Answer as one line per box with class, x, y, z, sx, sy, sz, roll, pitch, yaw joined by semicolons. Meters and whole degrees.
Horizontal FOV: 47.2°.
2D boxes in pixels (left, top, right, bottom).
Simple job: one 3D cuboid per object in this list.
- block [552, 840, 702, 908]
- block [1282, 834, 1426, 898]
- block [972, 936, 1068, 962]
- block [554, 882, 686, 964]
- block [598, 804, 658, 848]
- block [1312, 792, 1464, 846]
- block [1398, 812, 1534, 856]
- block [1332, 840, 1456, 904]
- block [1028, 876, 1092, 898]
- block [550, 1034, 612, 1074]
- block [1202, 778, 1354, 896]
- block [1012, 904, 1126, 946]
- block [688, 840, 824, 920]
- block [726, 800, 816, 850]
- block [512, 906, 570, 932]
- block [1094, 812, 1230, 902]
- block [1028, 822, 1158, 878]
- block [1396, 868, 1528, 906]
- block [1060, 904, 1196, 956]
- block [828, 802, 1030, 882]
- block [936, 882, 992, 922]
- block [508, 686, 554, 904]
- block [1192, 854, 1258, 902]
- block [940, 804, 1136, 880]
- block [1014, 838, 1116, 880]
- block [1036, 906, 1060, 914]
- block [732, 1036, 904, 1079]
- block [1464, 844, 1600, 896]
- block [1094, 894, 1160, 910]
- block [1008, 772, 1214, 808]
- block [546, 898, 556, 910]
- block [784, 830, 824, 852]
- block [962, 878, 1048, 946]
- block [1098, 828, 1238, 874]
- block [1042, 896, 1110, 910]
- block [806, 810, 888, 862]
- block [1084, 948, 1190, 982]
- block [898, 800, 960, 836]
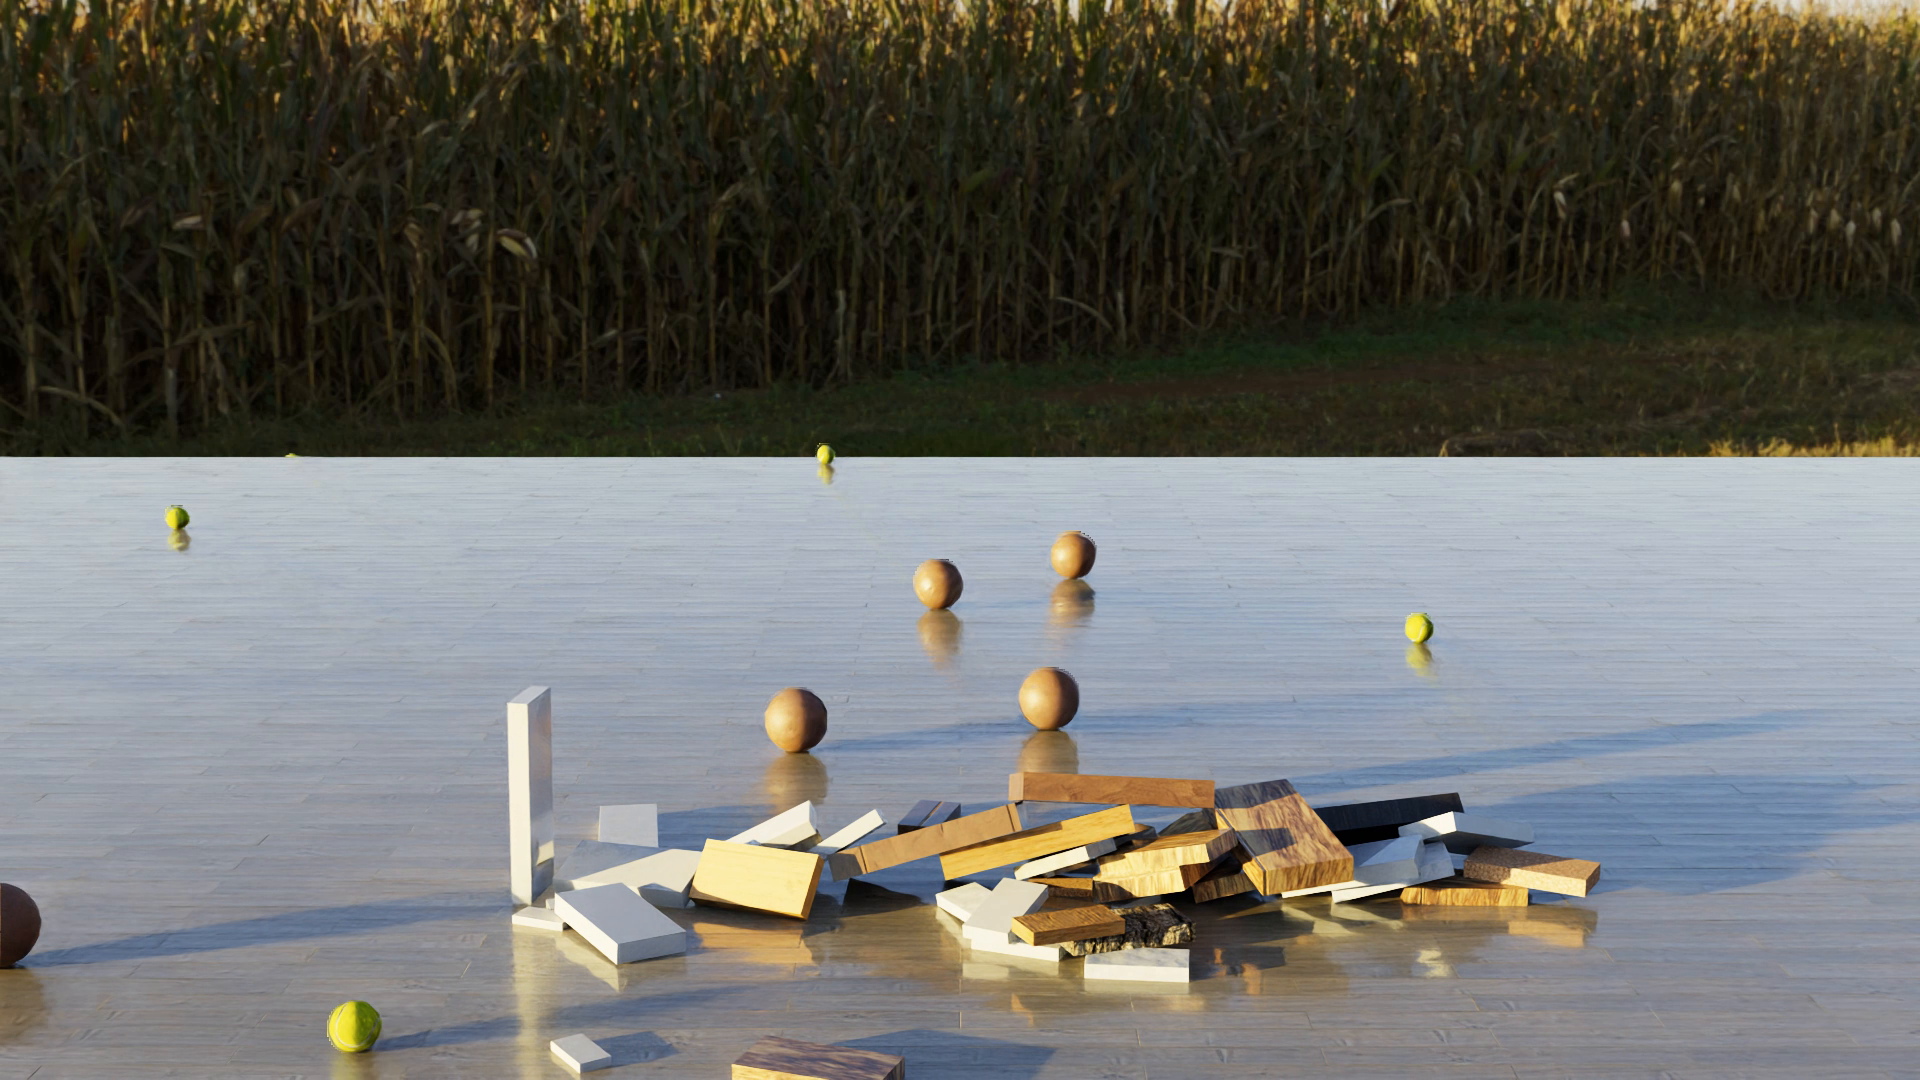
block;-0.548;0.557;3.673;0.233;0.033;0.117;3;26;16
block;0.650;0.540;3.643;0.227;0.032;0.113;-13;8;20
block;0.098;0.625;3.426;0.143;0.020;0.072;4;11;22
block;-0.537;0.602;3.470;0.117;0.033;0.233;-5;14;-33
block;-0.589;0.531;3.909;0.103;0.029;0.308;-2;11;-8
block;0.704;0.499;3.817;0.303;0.043;0.152;-4;-25;-19
block;0.864;0.503;3.746;0.227;0.032;0.113;13;-28;-40
block;0.714;0.552;3.659;0.201;0.028;0.100;-15;8;7
block;0.168;0.580;3.681;0.107;0.015;0.054;1;11;5
block;-0.520;0.704;3.018;0.047;0.013;0.094;-7;13;-34
block;0.518;0.485;3.615;0.152;0.043;0.303;-7;19;-11
block;0.165;0.586;3.346;0.154;0.022;0.077;-4;10;-23
block;-0.333;0.554;3.593;0.206;0.103;0.029;4;-28;23
block;-0.328;0.504;3.689;0.183;0.026;0.091;-26;15;4
block;-0.666;0.608;3.534;0.094;0.013;0.047;4;11;23
block;0.383;0.526;3.735;0.152;0.043;0.440;-13;1;27
block;0.226;0.528;3.752;0.203;0.029;0.102;-15;1;-14
block;0.833;0.577;3.660;0.201;0.028;0.100;0;11;2
block;0.251;0.603;3.407;0.203;0.029;0.102;-3;10;-19
block;-0.050;0.501;3.659;0.320;0.045;0.160;-16;-7;5
block;0.023;0.589;3.558;0.072;0.020;0.143;-14;10;-22
block;-0.710;0.421;3.645;0.033;0.340;0.117;2;11;8
block;0.496;0.545;3.658;0.227;0.032;0.113;-14;8;5
block;0.126;0.504;3.672;0.320;0.045;0.160;-14;-7;-2
block;0.171;0.522;3.600;0.156;0.022;0.078;-23;-9;38
block;0.154;0.610;3.503;0.143;0.020;0.072;6;12;29
block;-0.189;0.710;2.943;0.206;0.029;0.103;4;11;20
block;0.951;0.549;3.658;0.201;0.028;0.100;6;12;29
block;0.275;0.592;3.616;0.107;0.015;0.054;-10;15;-44
block;0.253;0.422;3.701;0.320;0.045;0.160;3;-8;-7
block;-0.626;0.597;3.595;0.094;0.013;0.047;-3;11;-18
block;-0.323;0.531;3.690;0.183;0.026;0.091;-30;15;-11
block;0.073;0.584;3.460;0.077;0.022;0.154;6;23;26
block;0.336;0.504;3.564;0.203;0.029;0.102;-13;1;35
block;0.184;0.601;3.569;0.107;0.015;0.054;5;12;24
block;-0.209;0.512;3.696;0.183;0.026;0.091;-32;-8;-1
block;0.269;0.642;3.331;0.156;0.022;0.078;1;11;6
block;-0.056;0.512;4.031;0.077;0.022;0.154;3;11;15
